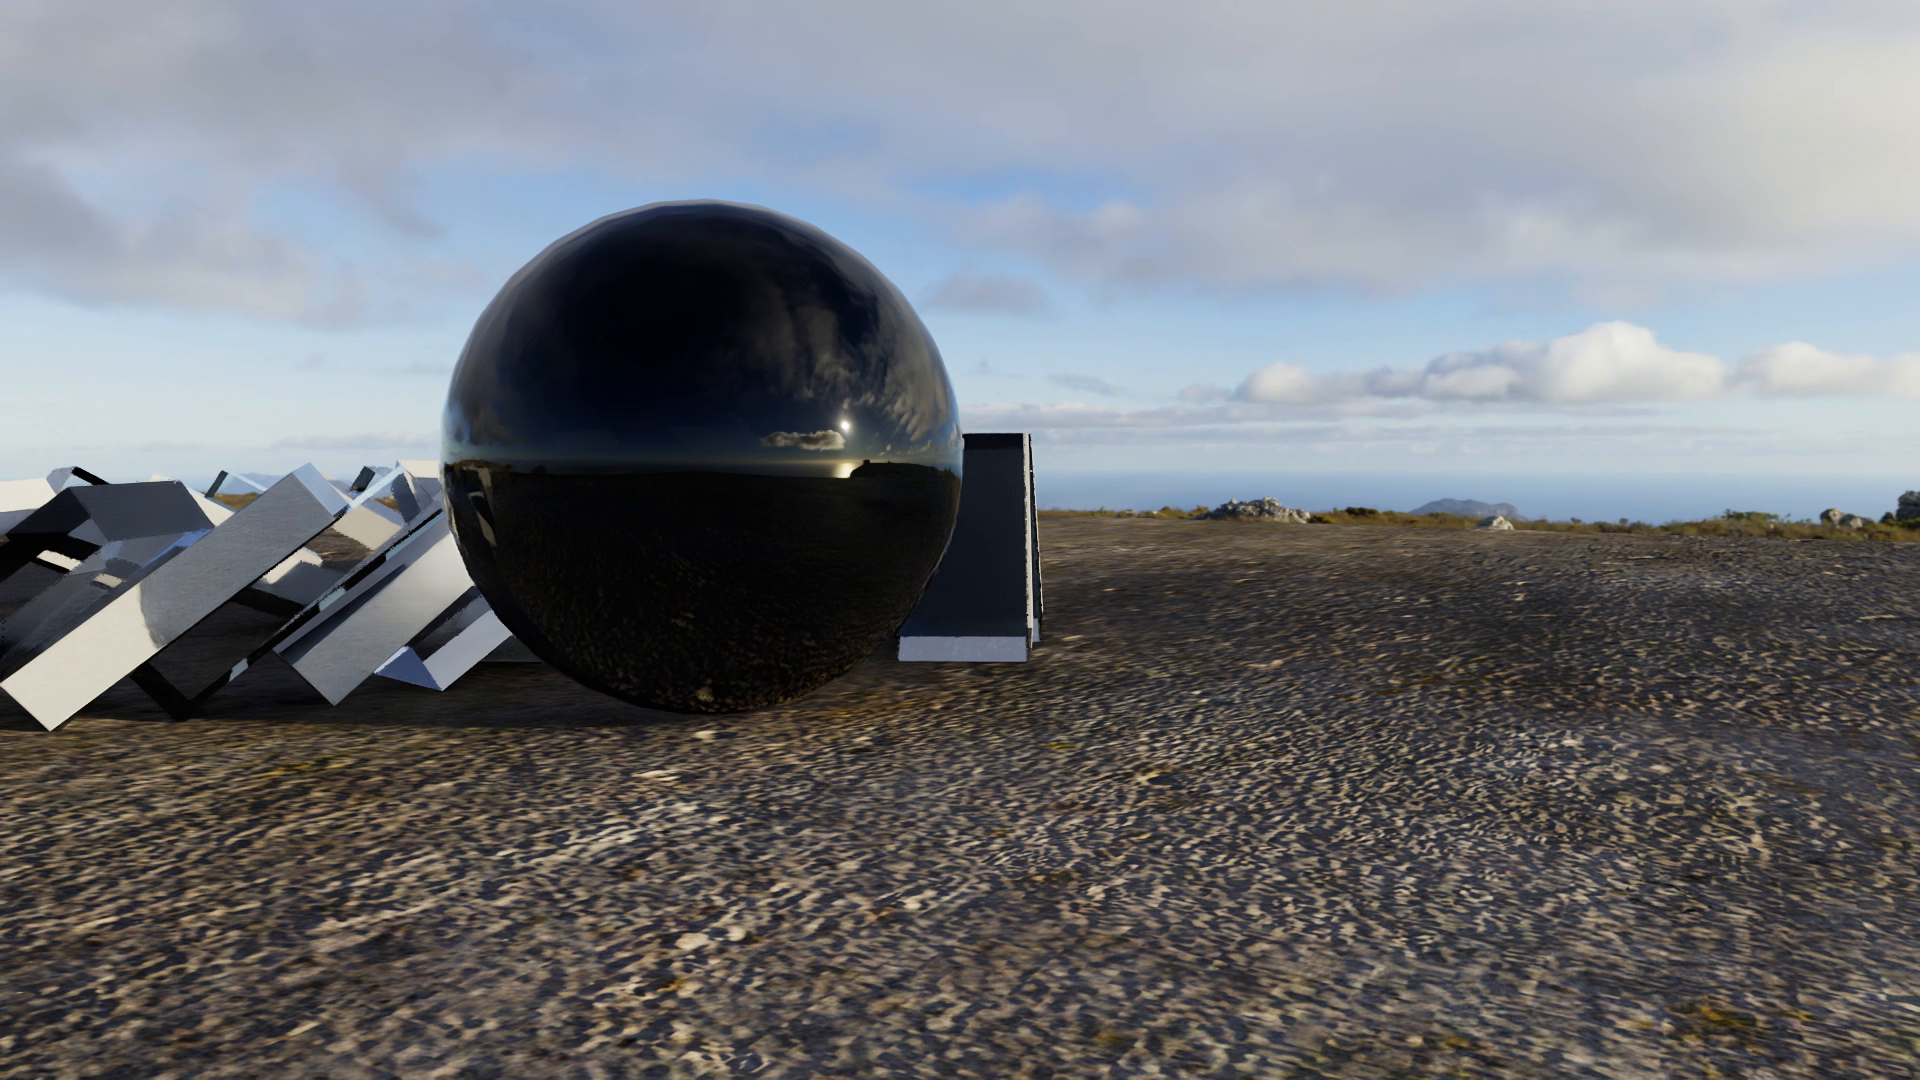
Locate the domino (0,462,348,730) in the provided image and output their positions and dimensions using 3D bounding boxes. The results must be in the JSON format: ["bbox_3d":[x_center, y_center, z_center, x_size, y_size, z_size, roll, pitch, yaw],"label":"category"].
[{"bbox_3d":[-0.123,0.007,0.205,0.050,0.010,0.025,-40,19,-12],"label":"domino"}]

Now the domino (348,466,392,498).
[{"bbox_3d":[-0.167,-0.006,0.412,0.050,0.009,0.025,32,-2,-8],"label":"domino"}]

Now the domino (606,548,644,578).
[{"bbox_3d":[-0.127,-0.006,0.418,0.050,0.010,0.025,32,8,7],"label":"domino"}]

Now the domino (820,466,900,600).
[{"bbox_3d":[-0.020,-0.003,0.366,0.025,0.009,0.050,-2,39,-28],"label":"domino"}]

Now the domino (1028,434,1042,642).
[{"bbox_3d":[0.004,-0.001,0.287,0.025,0.050,0.010,0,-35,-2],"label":"domino"}]

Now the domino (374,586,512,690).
[{"bbox_3d":[-0.087,0.007,0.242,0.025,0.009,0.050,4,38,41],"label":"domino"}]

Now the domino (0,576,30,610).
[{"bbox_3d":[-0.261,0.003,0.313,0.025,0.009,0.050,2,-24,25],"label":"domino"}]

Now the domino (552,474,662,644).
[{"bbox_3d":[-0.085,0.003,0.289,0.025,0.010,0.050,3,36,0],"label":"domino"}]

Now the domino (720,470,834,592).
[{"bbox_3d":[-0.049,-0.004,0.391,0.025,0.009,0.050,-4,37,-43],"label":"domino"}]

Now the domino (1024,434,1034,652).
[{"bbox_3d":[0.002,0.000,0.274,0.025,0.050,0.009,0,-35,1],"label":"domino"}]

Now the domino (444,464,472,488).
[{"bbox_3d":[-0.111,0.000,0.320,0.025,0.009,0.050,-2,41,-32],"label":"domino"}]

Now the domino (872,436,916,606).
[{"bbox_3d":[-0.007,-0.006,0.350,0.025,0.050,0.009,-1,-35,-18],"label":"domino"}]

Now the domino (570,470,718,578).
[{"bbox_3d":[-0.106,-0.006,0.417,0.050,0.009,0.025,33,13,16],"label":"domino"}]

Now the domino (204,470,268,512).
[{"bbox_3d":[-0.205,-0.005,0.398,0.050,0.010,0.025,32,-10,-20],"label":"domino"}]

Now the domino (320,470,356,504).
[{"bbox_3d":[-0.184,-0.005,0.407,0.050,0.009,0.025,31,-3,-13],"label":"domino"}]

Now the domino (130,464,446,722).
[{"bbox_3d":[-0.110,0.007,0.213,0.050,0.009,0.025,-42,20,-16],"label":"domino"}]

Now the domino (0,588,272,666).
[{"bbox_3d":[-0.179,0.017,0.274,0.025,0.009,0.050,3,5,36],"label":"domino"}]

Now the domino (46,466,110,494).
[{"bbox_3d":[-0.234,-0.003,0.368,0.025,0.010,0.050,0,-30,43],"label":"domino"}]

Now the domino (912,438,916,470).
[{"bbox_3d":[0.001,-0.005,0.337,0.025,0.050,0.009,0,-36,-5],"label":"domino"}]

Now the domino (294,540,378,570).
[{"bbox_3d":[-0.159,0.008,0.332,0.050,0.009,0.025,2,-18,23],"label":"domino"}]

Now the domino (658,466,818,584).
[{"bbox_3d":[-0.069,-0.005,0.402,0.050,0.009,0.025,39,23,27],"label":"domino"}]

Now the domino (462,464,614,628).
[{"bbox_3d":[-0.102,0.001,0.306,0.025,0.010,0.050,-3,41,-31],"label":"domino"}]

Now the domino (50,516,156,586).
[{"bbox_3d":[-0.244,0.000,0.353,0.025,0.009,0.050,3,-22,38],"label":"domino"}]

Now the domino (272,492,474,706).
[{"bbox_3d":[-0.096,0.006,0.226,0.025,0.009,0.050,9,49,51],"label":"domino"}]

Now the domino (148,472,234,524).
[{"bbox_3d":[-0.220,-0.003,0.387,0.050,0.009,0.025,33,-12,-27],"label":"domino"}]

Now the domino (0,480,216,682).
[{"bbox_3d":[-0.143,0.010,0.195,0.050,0.009,0.025,-35,3,4],"label":"domino"}]

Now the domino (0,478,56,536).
[{"bbox_3d":[-0.161,0.009,0.192,0.050,0.009,0.025,-34,-2,16],"label":"domino"}]

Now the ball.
[{"bbox_3d":[-0.039,-0.013,0.203,0.080,0.080,0.080,0,4,0],"label":"ball"}]

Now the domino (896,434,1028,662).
[{"bbox_3d":[0.001,0.001,0.262,0.025,0.050,0.009,0,-35,1],"label":"domino"}]

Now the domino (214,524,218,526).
[{"bbox_3d":[-0.173,0.004,0.296,0.025,0.010,0.050,-8,-27,43],"label":"domino"}]

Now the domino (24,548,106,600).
[{"bbox_3d":[-0.254,0.001,0.332,0.025,0.010,0.050,1,-24,29],"label":"domino"}]

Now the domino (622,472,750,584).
[{"bbox_3d":[-0.084,-0.005,0.411,0.050,0.010,0.025,36,21,25],"label":"domino"}]

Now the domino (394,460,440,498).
[{"bbox_3d":[-0.126,-0.001,0.331,0.025,0.009,0.050,-1,41,-42],"label":"domino"}]

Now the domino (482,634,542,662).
[{"bbox_3d":[-0.088,0.005,0.269,0.025,0.009,0.050,0,36,4],"label":"domino"}]

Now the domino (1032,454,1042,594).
[{"bbox_3d":[0.005,-0.002,0.299,0.025,0.050,0.009,0,-35,-1],"label":"domino"}]

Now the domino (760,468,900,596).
[{"bbox_3d":[-0.036,-0.003,0.379,0.025,0.009,0.050,-4,38,-41],"label":"domino"}]
